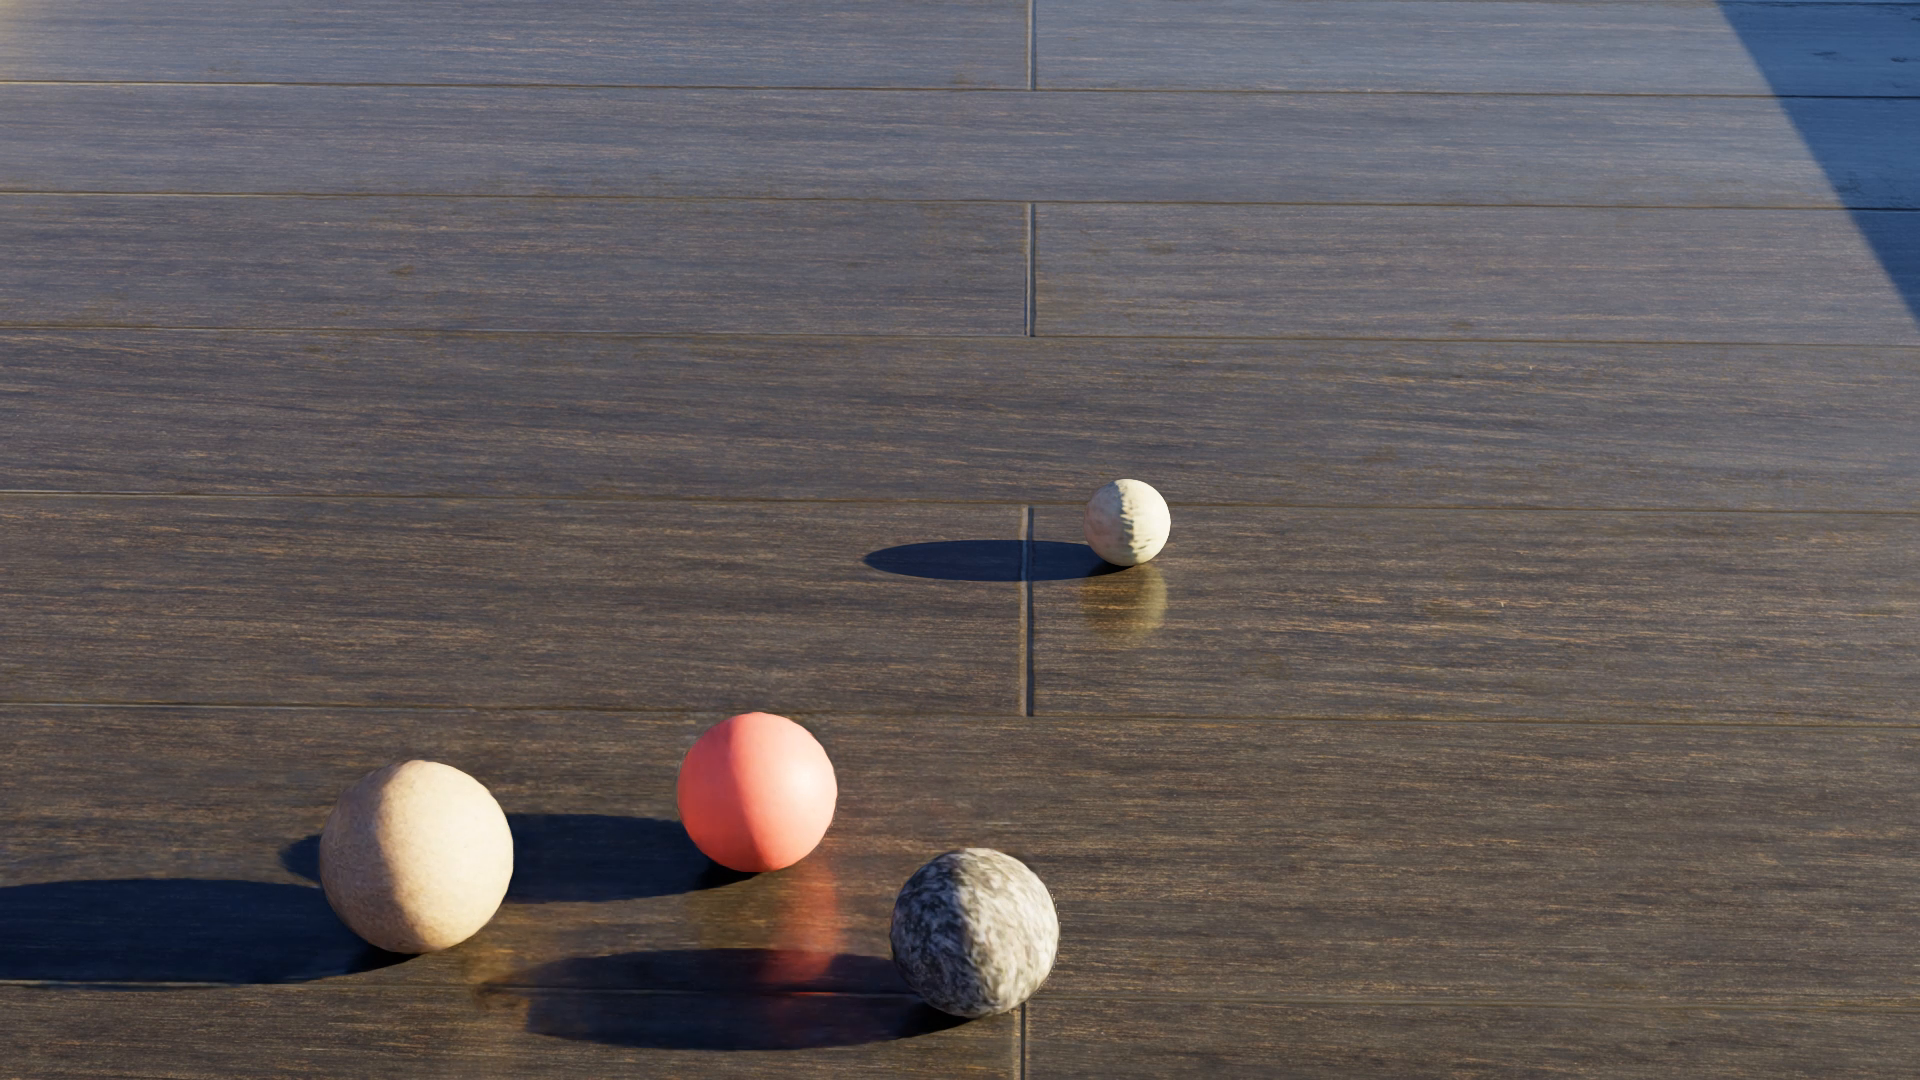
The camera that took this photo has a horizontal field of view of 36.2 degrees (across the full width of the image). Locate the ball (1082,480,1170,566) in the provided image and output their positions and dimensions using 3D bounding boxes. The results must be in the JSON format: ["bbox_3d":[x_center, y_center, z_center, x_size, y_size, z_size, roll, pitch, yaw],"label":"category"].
[{"bbox_3d":[0.100,-0.010,1.769,0.053,0.053,0.053,0,29,0],"label":"ball"}]

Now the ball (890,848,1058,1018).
[{"bbox_3d":[0.007,0.185,1.384,0.079,0.079,0.079,0,29,0],"label":"ball"}]

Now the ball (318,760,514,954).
[{"bbox_3d":[-0.264,0.154,1.426,0.093,0.093,0.093,0,29,0],"label":"ball"}]

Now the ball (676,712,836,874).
[{"bbox_3d":[-0.103,0.128,1.487,0.081,0.081,0.081,0,29,0],"label":"ball"}]
